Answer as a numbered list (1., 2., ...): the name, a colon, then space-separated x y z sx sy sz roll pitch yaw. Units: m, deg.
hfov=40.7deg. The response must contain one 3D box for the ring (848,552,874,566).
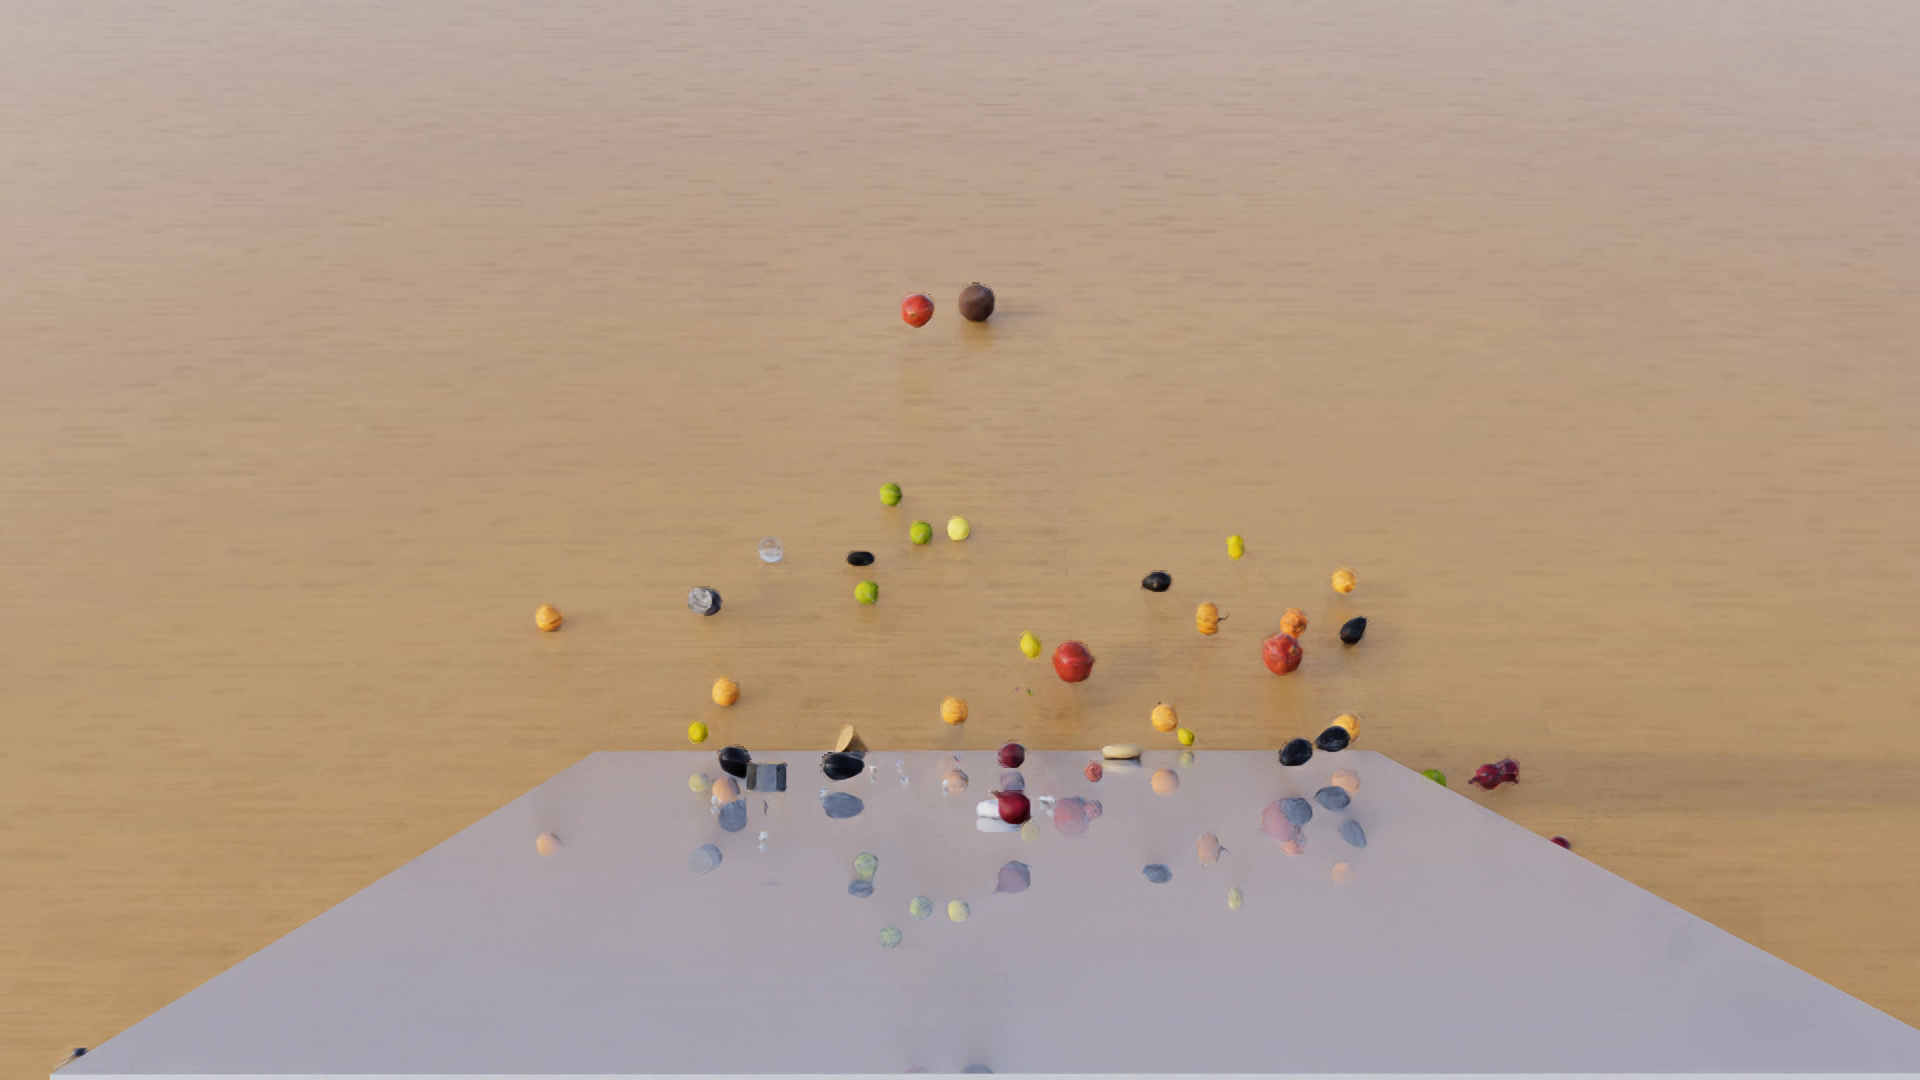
1. ring: -0.292 0.055 7.611 0.080 0.080 0.027 -2 68 -3

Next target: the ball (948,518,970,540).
1. ball: -0.004 -0.031 7.760 0.067 0.067 0.067 0 30 0

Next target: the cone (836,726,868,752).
1. cone: -0.265 0.525 6.649 0.073 0.073 0.073 29 20 -24

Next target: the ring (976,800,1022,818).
1. ring: 0.076 0.529 5.089 0.089 0.030 0.089 -1 1 0

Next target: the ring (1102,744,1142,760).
1. ring: 0.403 0.525 6.426 0.101 0.034 0.101 0 -1 0

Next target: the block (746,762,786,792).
1. block: -0.421 0.513 5.604 0.061 0.061 0.061 0 0 45

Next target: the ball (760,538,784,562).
1. ball: -0.557 0.032 7.645 0.072 0.072 0.072 0 30 0

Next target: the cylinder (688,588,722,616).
1. cylinder: -0.725 0.175 7.342 0.074 0.074 0.074 10 -2 17

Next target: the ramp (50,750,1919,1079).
1. ramp: 0.067 0.594 4.650 2.000 0.100 4.000 0 0 0
